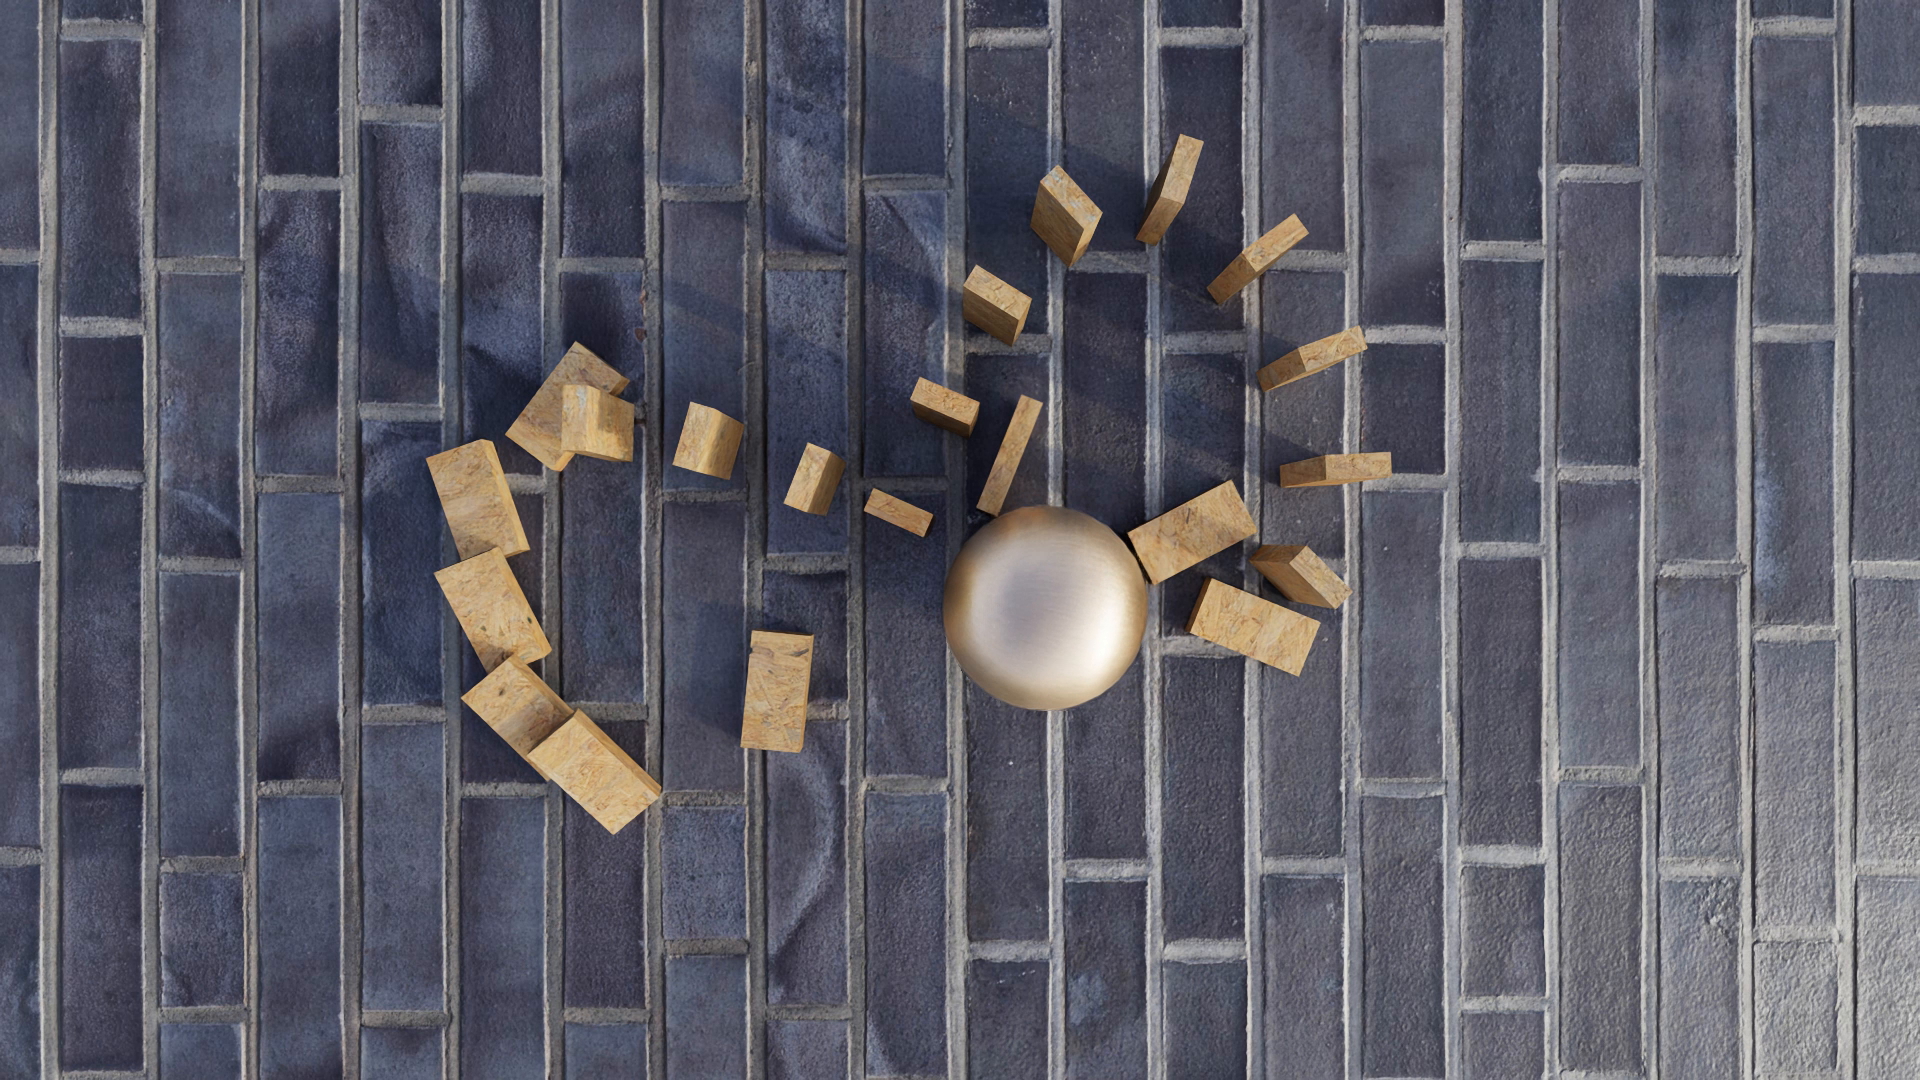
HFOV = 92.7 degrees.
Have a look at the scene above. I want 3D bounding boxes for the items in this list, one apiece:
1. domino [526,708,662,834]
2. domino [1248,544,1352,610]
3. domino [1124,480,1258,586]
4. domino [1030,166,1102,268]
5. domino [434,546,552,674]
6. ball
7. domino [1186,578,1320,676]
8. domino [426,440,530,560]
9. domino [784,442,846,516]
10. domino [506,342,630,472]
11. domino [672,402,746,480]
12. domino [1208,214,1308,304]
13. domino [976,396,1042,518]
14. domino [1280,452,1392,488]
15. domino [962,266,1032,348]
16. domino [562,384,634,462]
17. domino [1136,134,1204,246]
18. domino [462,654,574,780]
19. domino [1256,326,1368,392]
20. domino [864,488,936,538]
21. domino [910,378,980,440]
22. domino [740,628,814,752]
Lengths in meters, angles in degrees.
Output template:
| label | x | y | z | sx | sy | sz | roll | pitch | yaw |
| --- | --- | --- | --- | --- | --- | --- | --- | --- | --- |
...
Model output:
| label | x | y | z | sx | sy | sz | roll | pitch | yaw |
| --- | --- | --- | --- | --- | --- | --- | --- | --- | --- |
| domino | -0.154 | 0.098 | 0.389 | 0.025 | 0.009 | 0.050 | -40 | 106 | 0 |
| domino | 0.138 | 0.014 | 0.375 | 0.025 | 0.050 | 0.009 | 45 | 90 | 0 |
| domino | 0.099 | -0.003 | 0.395 | 0.050 | 0.010 | 0.025 | -27 | 90 | 0 |
| domino | 0.042 | -0.131 | 0.375 | 0.010 | 0.050 | 0.025 | -43 | 90 | 0 |
| domino | -0.198 | 0.031 | 0.390 | 0.025 | 0.010 | 0.050 | -22 | 102 | 0 |
| ball | 0.033 | 0.026 | 0.360 | 0.080 | 0.080 | 0.080 | 0 | 90 | 0 |
| domino | 0.126 | 0.037 | 0.395 | 0.050 | 0.009 | 0.025 | 22 | 90 | 0 |
| domino | -0.208 | -0.015 | 0.395 | 0.025 | 0.009 | 0.050 | -19 | 90 | 0 |
| domino | -0.058 | -0.024 | 0.375 | 0.010 | 0.050 | 0.025 | 21 | 90 | 0 |
| domino | -0.169 | -0.057 | 0.395 | 0.025 | 0.009 | 0.050 | 37 | 90 | 0 |
| domino | -0.102 | -0.039 | 0.375 | 0.009 | 0.050 | 0.025 | 16 | 90 | 0 |
| domino | 0.120 | -0.114 | 0.375 | 0.025 | 0.050 | 0.009 | -36 | 90 | 0 |
| domino | 0.020 | -0.035 | 0.388 | 0.010 | 0.025 | 0.050 | 22 | 90 | 0 |
| domino | 0.152 | -0.028 | 0.375 | 0.025 | 0.050 | 0.009 | -3 | 90 | 0 |
| domino | 0.014 | -0.095 | 0.375 | 0.025 | 0.050 | 0.009 | 31 | 90 | 0 |
| domino | -0.147 | -0.047 | 0.375 | 0.010 | 0.050 | 0.025 | 2 | 90 | 0 |
| domino | 0.085 | -0.142 | 0.375 | 0.010 | 0.050 | 0.025 | 18 | 90 | 0 |
| domino | -0.183 | 0.075 | 0.390 | 0.025 | 0.009 | 0.050 | -40 | 102 | 0 |
| domino | 0.142 | -0.073 | 0.375 | 0.025 | 0.050 | 0.009 | -20 | 90 | 0 |
| domino | -0.024 | -0.010 | 0.375 | 0.025 | 0.050 | 0.010 | 24 | 90 | 0 |
| domino | -0.006 | -0.053 | 0.375 | 0.025 | 0.050 | 0.010 | 23 | 90 | 0 |
| domino | -0.079 | 0.065 | 0.395 | 0.025 | 0.010 | 0.050 | 6 | 90 | 0 |
